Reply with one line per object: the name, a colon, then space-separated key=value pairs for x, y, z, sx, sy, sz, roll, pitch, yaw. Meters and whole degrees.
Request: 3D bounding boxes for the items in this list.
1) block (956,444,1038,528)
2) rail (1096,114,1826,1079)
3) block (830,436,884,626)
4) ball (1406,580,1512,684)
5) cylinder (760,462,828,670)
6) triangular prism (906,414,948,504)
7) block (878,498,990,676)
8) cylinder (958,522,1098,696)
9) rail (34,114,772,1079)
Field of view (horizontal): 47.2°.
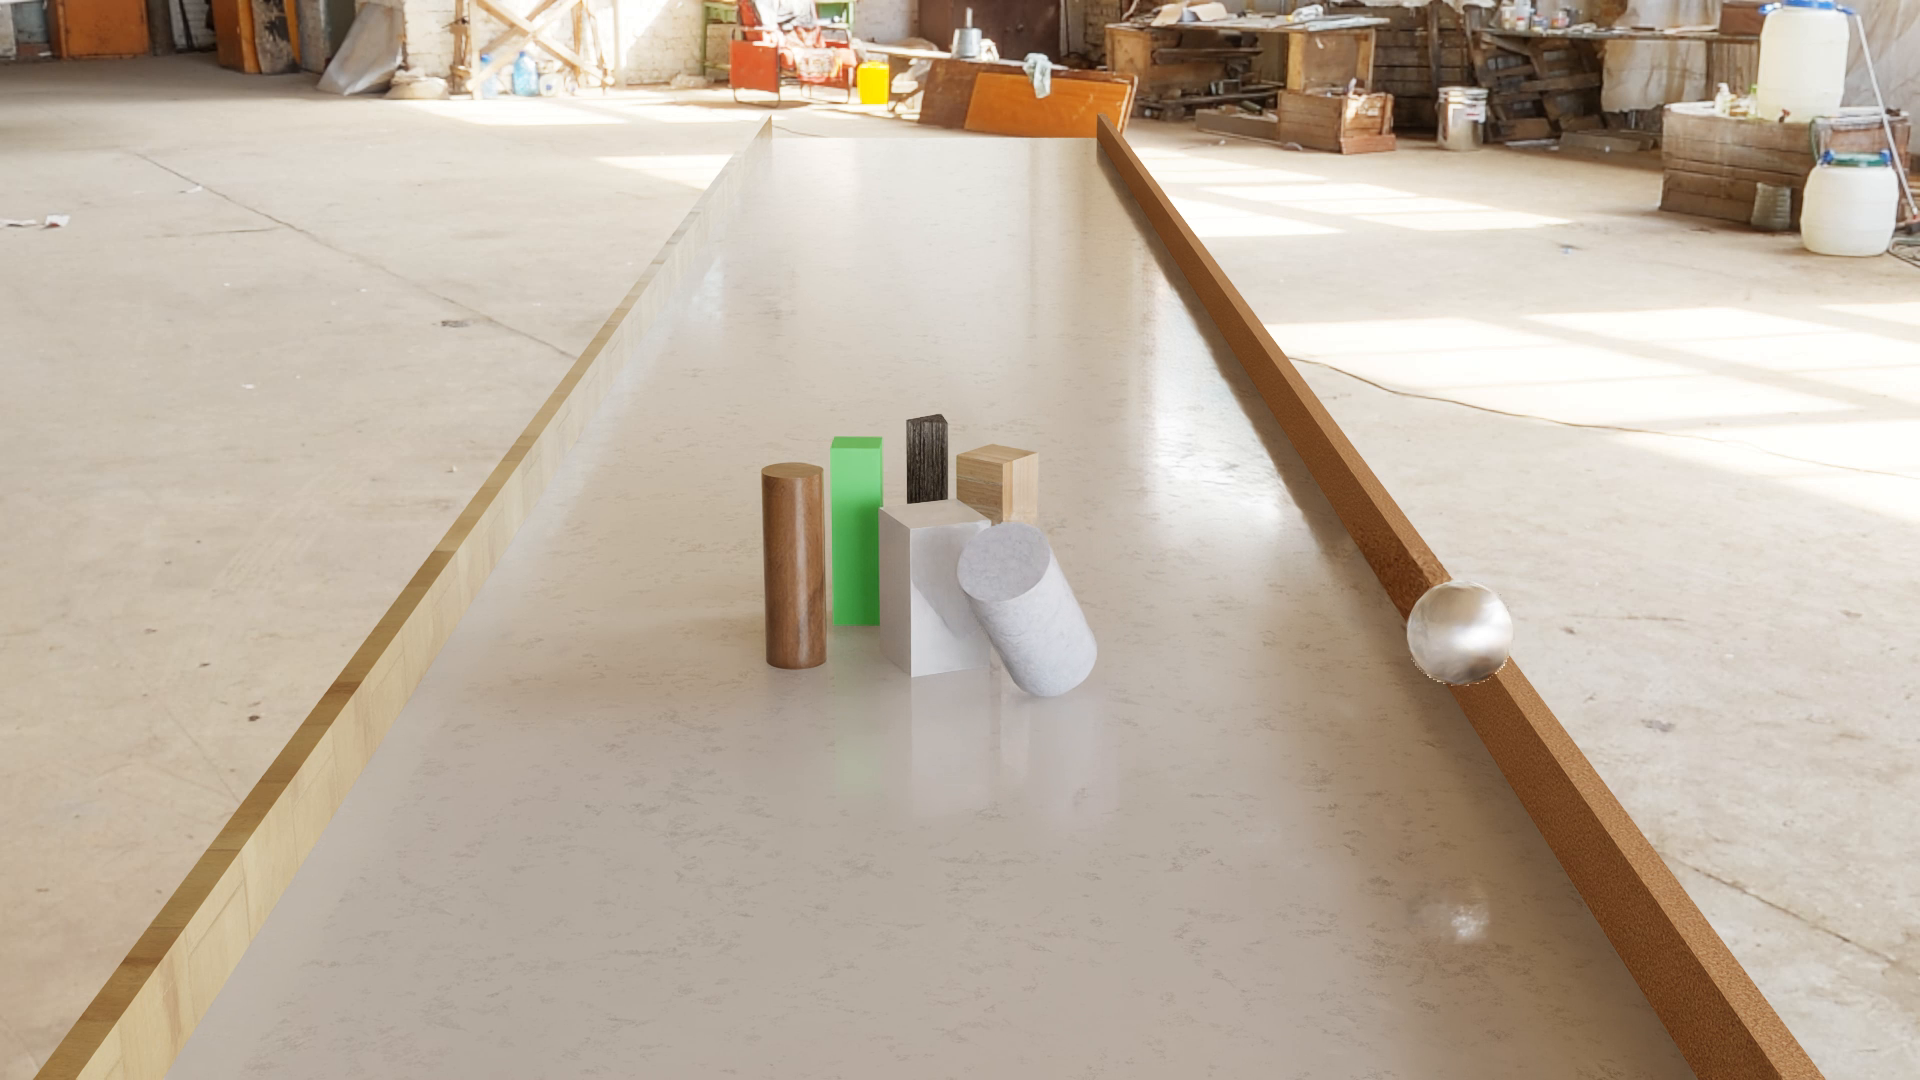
block: x=0.078 y=-0.009 z=4.629 sx=0.122 sy=0.357 sz=0.122 roll=13 pitch=21 yaw=36
rail: x=0.932 y=-0.844 z=7.801 sx=0.050 sy=0.150 sz=12.000 roll=0 pitch=17 yaw=-1
block: x=-0.214 y=-0.019 z=4.618 sx=0.101 sy=0.383 sz=0.101 roll=0 pitch=17 yaw=2
ball: x=0.857 y=0.158 z=3.774 sx=0.177 sy=0.177 sz=0.177 roll=0 pitch=17 yaw=0
cylinder: x=-0.329 y=0.051 z=4.364 sx=0.123 sy=0.393 sz=0.123 roll=0 pitch=17 yaw=0
triangular prism: x=-0.058 y=-0.094 z=4.902 sx=0.096 sy=0.366 sz=0.084 roll=6 pitch=18 yaw=20
block: x=-0.052 y=0.093 z=4.384 sx=0.169 sy=0.303 sz=0.169 roll=-7 pitch=18 yaw=-22
cylinder: x=0.130 y=0.133 z=4.144 sx=0.180 sy=0.323 sz=0.180 roll=-11 pitch=51 yaw=14
rail: x=-1.118 y=-0.838 z=7.780 sx=0.050 sy=0.150 sz=12.000 roll=0 pitch=17 yaw=-1
